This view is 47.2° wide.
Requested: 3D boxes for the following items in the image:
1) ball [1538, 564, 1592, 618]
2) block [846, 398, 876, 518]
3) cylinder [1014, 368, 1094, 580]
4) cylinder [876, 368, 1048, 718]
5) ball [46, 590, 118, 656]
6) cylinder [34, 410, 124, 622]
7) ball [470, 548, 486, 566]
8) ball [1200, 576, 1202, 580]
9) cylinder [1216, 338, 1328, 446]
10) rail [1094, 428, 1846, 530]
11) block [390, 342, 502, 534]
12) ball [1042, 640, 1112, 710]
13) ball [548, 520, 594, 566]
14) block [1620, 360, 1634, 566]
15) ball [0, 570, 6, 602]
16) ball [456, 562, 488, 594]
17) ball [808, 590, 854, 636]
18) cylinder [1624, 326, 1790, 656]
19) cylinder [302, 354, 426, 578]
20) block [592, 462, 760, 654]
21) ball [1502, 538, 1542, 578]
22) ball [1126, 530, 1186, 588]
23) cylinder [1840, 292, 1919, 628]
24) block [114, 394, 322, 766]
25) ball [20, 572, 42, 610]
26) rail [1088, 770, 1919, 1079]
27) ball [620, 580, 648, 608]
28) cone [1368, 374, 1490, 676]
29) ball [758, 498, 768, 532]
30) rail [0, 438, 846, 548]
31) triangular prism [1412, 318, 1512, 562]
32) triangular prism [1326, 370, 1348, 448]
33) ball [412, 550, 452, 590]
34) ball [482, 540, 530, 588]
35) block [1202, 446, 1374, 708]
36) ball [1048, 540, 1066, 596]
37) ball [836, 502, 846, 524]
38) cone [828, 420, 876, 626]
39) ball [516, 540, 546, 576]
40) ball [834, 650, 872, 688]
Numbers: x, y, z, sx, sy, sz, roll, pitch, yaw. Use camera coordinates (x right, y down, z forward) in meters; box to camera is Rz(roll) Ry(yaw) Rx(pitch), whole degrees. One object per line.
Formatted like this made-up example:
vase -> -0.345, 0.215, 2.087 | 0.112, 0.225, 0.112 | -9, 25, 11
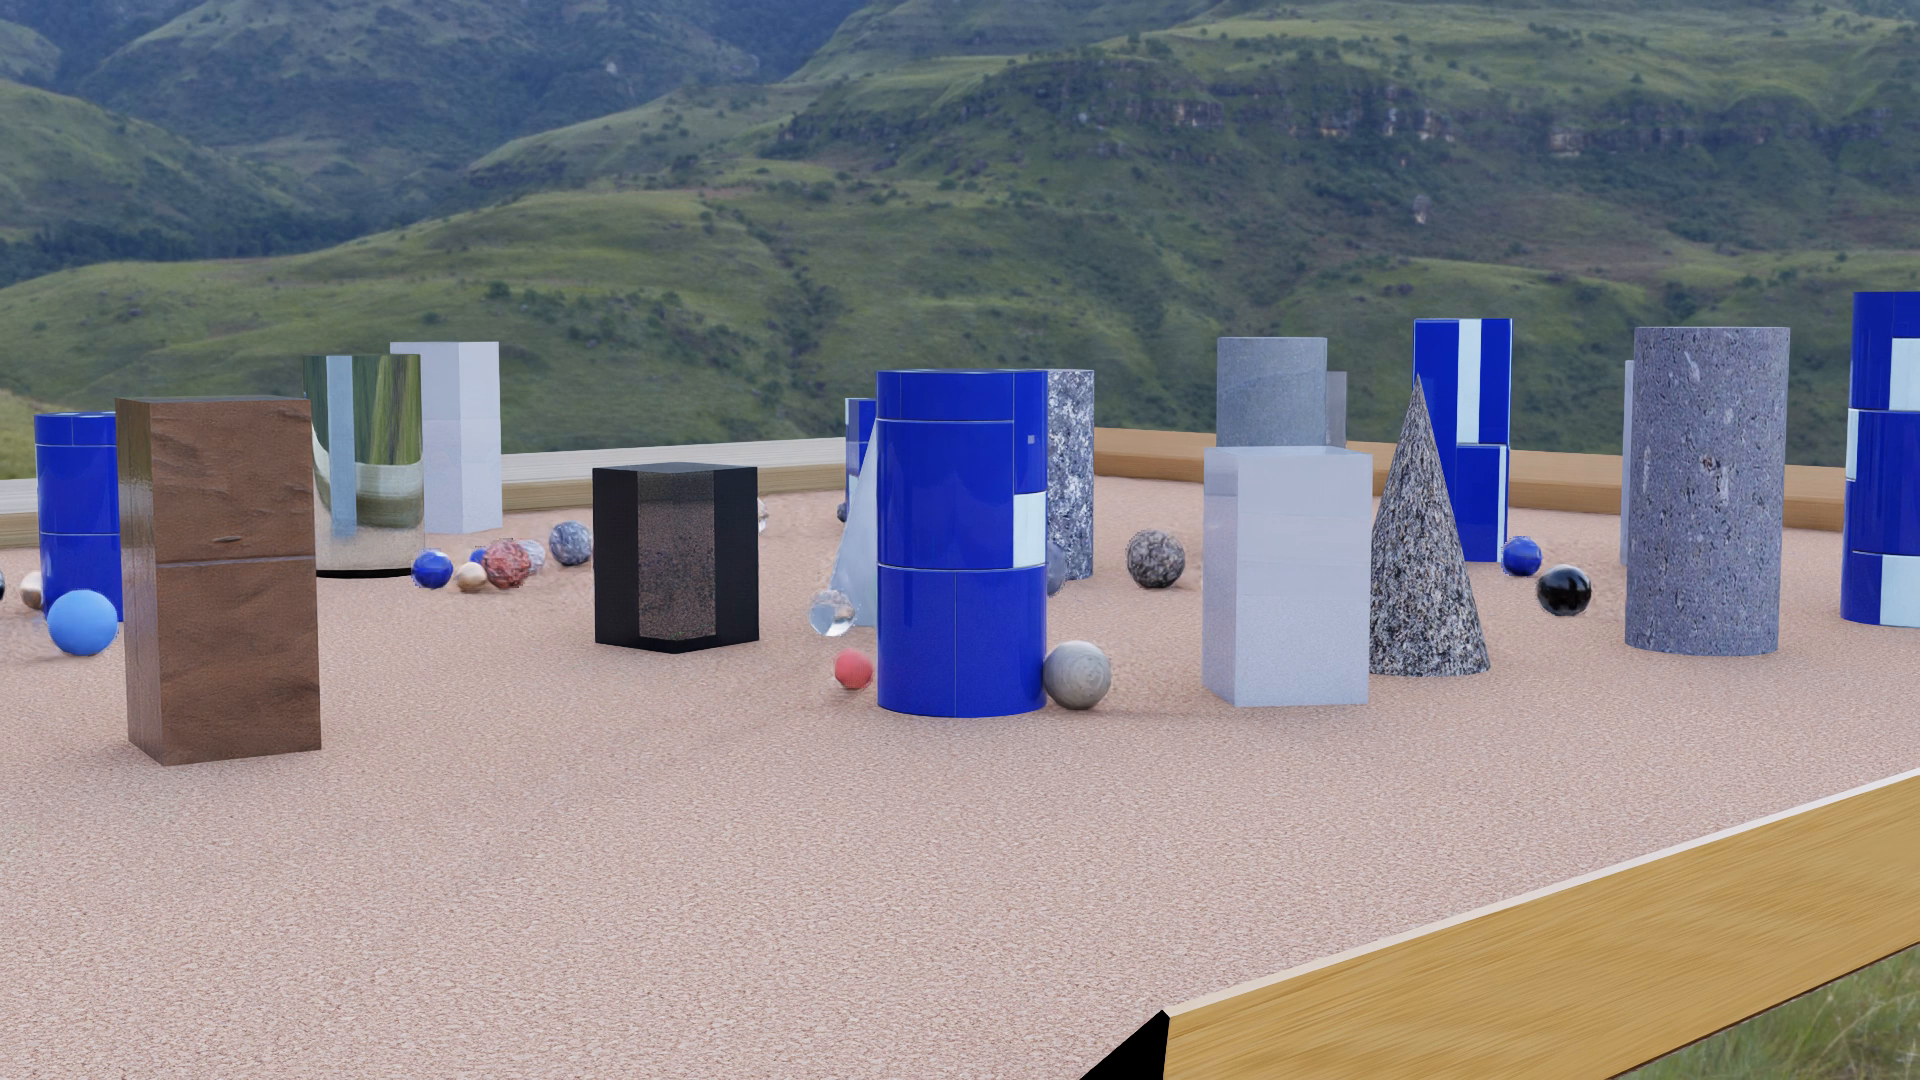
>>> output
ball -> 0.876, 0.073, 3.187 | 0.077, 0.077, 0.077 | 0, 6, 0
block -> -0.143, -0.155, 4.481 | 0.155, 0.262, 0.155 | -1, 6, -13
cylinder -> 0.127, -0.112, 3.682 | 0.193, 0.343, 0.193 | 0, 6, 0
cylinder -> 0.002, -0.002, 2.479 | 0.193, 0.376, 0.193 | 0, 6, 0
ball -> -1.130, 0.106, 2.831 | 0.086, 0.086, 0.086 | 0, 6, 0
cylinder -> -1.242, -0.038, 3.212 | 0.193, 0.293, 0.193 | 0, 6, 0
ball -> -0.811, 0.034, 3.732 | 0.041, 0.041, 0.041 | 0, 6, 0
ball -> 0.402, 0.061, 3.469 | 0.043, 0.043, 0.043 | 0, 6, 0
cylinder -> 0.553, -0.162, 3.916 | 0.193, 0.394, 0.193 | 0, 6, 0
rail -> 1.487, -0.111, 4.697 | 0.045, 0.126, 3.567 | -6, 8, -42
block -> -1.036, -0.210, 4.441 | 0.155, 0.378, 0.155 | 2, 6, 18
ball -> 0.131, 0.151, 2.452 | 0.077, 0.077, 0.077 | 0, 6, 0
ball -> -0.673, 0.006, 3.817 | 0.080, 0.080, 0.080 | 0, 6, 0
block -> 1.255, -0.130, 3.787 | 0.155, 0.355, 0.155 | -3, 6, -23
ball -> -1.432, 0.068, 3.190 | 0.087, 0.087, 0.087 | 0, 6, 0
ball -> -0.768, 0.059, 3.459 | 0.048, 0.048, 0.048 | 0, 6, 0
ball -> -0.176, 0.099, 3.001 | 0.064, 0.064, 0.064 | 0, 6, 0
cylinder -> 0.985, -0.069, 2.903 | 0.193, 0.420, 0.193 | 0, 6, 0
cylinder -> -1.007, -0.129, 3.719 | 0.193, 0.368, 0.193 | 0, 6, 0
block -> -0.380, 0.020, 2.942 | 0.155, 0.235, 0.155 | 5, 8, 39
ball -> 0.937, 0.029, 3.664 | 0.065, 0.065, 0.065 | 0, 6, 0
ball -> 0.312, 0.031, 3.508 | 0.094, 0.094, 0.094 | 0, 6, 0
cylinder -> 1.371, -0.119, 3.143 | 0.193, 0.468, 0.193 | 0, 6, 0
block -> -0.754, 0.034, 2.235 | 0.155, 0.355, 0.155 | -4, 7, -32
ball -> -1.363, 0.075, 3.259 | 0.058, 0.058, 0.058 | 0, 6, 0
rail -> 1.193, 0.168, 2.046 | 4.095, 0.126, 0.045 | -6, 8, -42
ball -> -0.487, 0.081, 3.289 | 0.041, 0.041, 0.041 | 0, 6, 0
cone -> 0.569, -0.027, 2.748 | 0.193, 0.368, 0.193 | 0, 6, 0
ball -> -0.417, -0.048, 4.324 | 0.081, 0.081, 0.081 | 0, 6, 0
rail -> -1.193, -0.102, 4.618 | 4.095, 0.126, 0.045 | -6, 8, -42
triangular prism -> 0.903, -0.183, 3.952 | 0.167, 0.428, 0.145 | 2, 6, 16
triangular prism -> 0.661, -0.170, 4.313 | 0.167, 0.325, 0.145 | 0, 6, 0
ball -> -0.840, 0.047, 3.504 | 0.063, 0.063, 0.063 | 0, 6, 0
ball -> -0.725, 0.039, 3.512 | 0.077, 0.077, 0.077 | 0, 6, 0
block -> 0.375, 0.038, 2.540 | 0.155, 0.283, 0.155 | -1, 6, -8
ball -> 0.116, 0.044, 3.377 | 0.097, 0.097, 0.097 | 0, 6, 0
ball -> -0.234, -0.058, 4.582 | 0.046, 0.046, 0.046 | 0, 6, 0
cone -> -0.108, -0.054, 3.171 | 0.193, 0.335, 0.193 | 0, 6, 0
ball -> -0.725, 0.029, 3.691 | 0.060, 0.060, 0.060 | 0, 6, 0
ball -> -0.125, 0.152, 2.587 | 0.045, 0.045, 0.045 | 0, 6, 0
